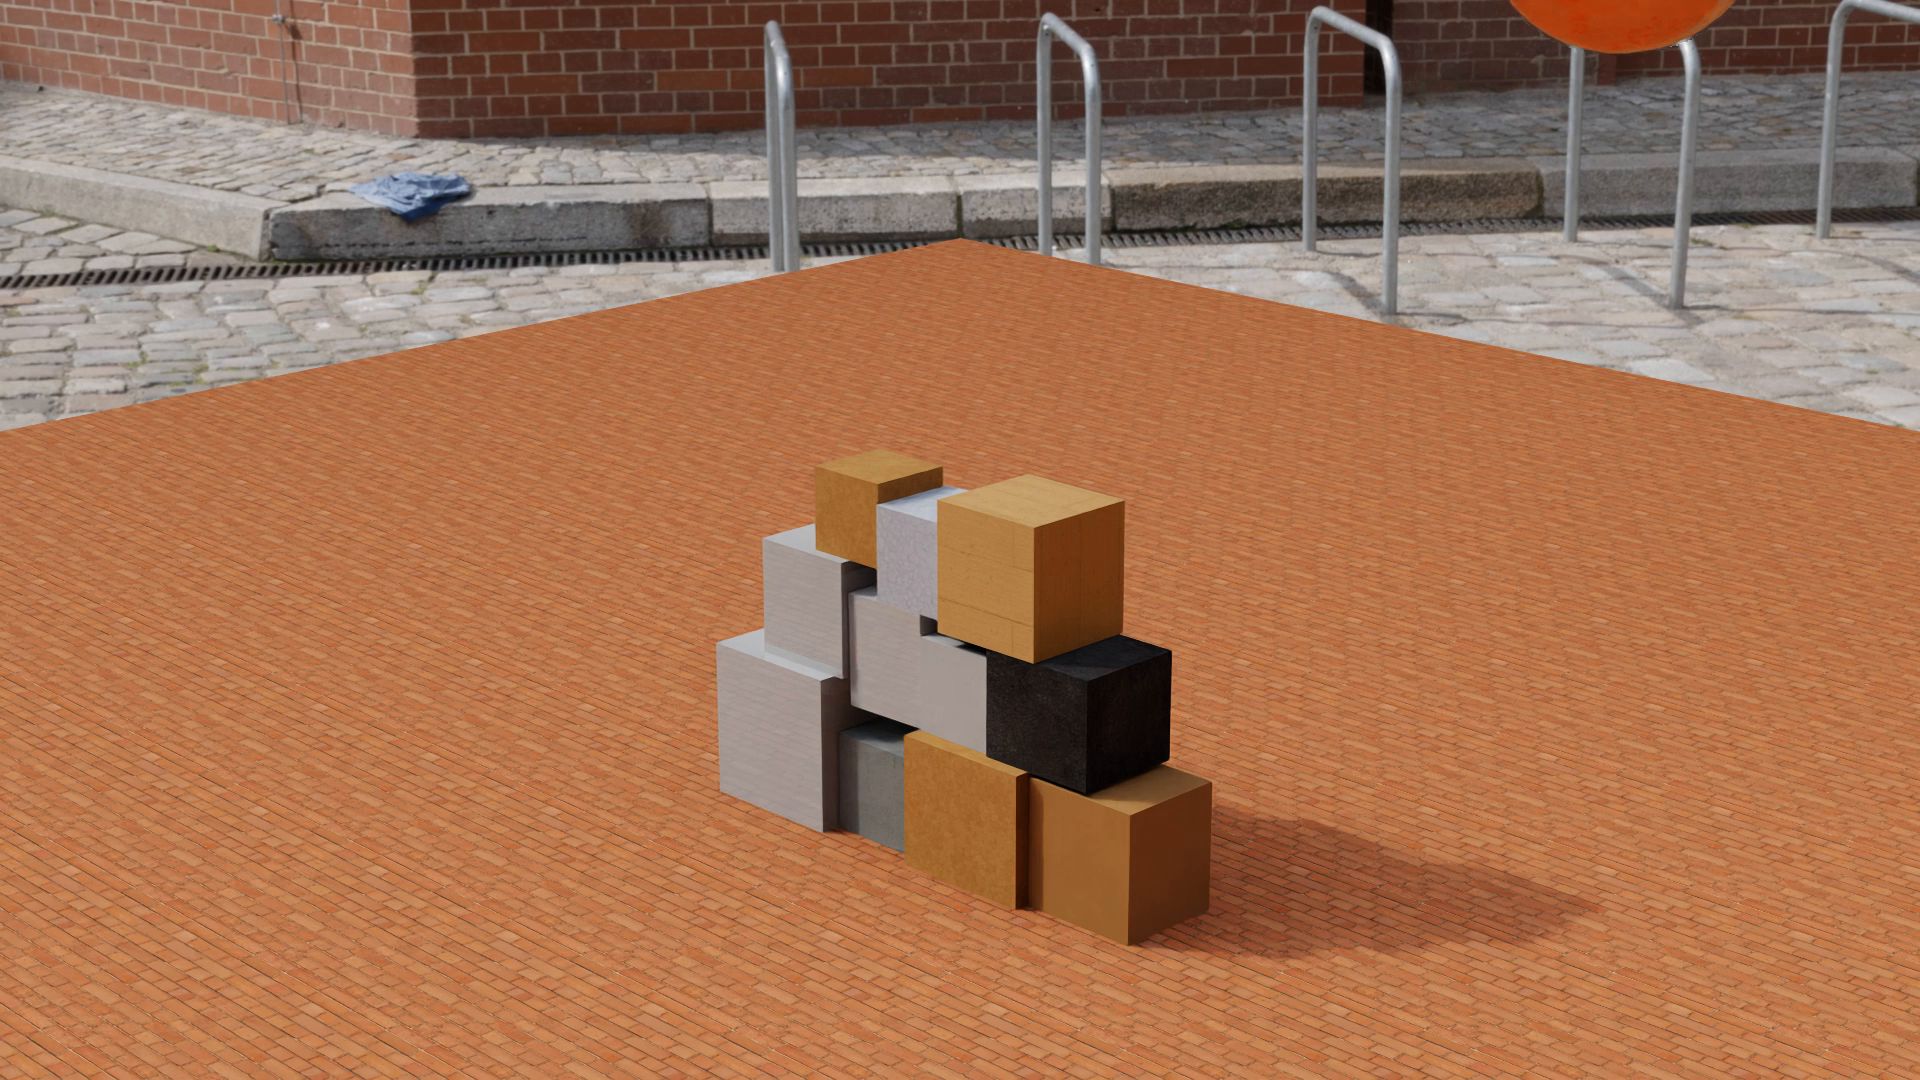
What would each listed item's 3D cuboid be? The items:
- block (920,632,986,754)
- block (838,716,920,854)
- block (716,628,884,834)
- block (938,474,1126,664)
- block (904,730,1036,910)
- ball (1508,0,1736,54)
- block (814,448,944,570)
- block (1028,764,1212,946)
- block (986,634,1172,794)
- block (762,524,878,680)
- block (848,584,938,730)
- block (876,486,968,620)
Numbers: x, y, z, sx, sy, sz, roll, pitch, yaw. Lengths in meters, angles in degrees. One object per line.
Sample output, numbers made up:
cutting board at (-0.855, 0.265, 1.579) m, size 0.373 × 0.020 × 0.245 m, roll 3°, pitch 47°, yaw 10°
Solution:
block at (0.137, 0.653, 13.375) m, size 0.466 × 0.453 × 0.427 m, roll -17°, pitch 24°, yaw -42°
block at (-0.207, 1.142, 13.906) m, size 0.516 × 0.483 × 0.518 m, roll -17°, pitch 24°, yaw -42°
block at (-0.664, 0.869, 14.295) m, size 0.711 × 0.770 × 0.749 m, roll -17°, pitch 24°, yaw -42°
block at (0.315, 0.119, 13.069) m, size 0.584 × 0.620 × 0.593 m, roll -17°, pitch 24°, yaw -42°
block at (0.247, 1.196, 13.473) m, size 0.710 × 0.640 × 0.711 m, roll -17°, pitch 24°, yaw -42°
ball at (3.645, -3.475, 16.071) m, size 1.600 × 1.600 × 1.600 m, roll 0°, pitch 17°, yaw 0°
block at (-0.378, -0.149, 13.667) m, size 0.418 × 0.409 × 0.428 m, roll -17°, pitch 24°, yaw -42°
block at (0.709, 1.351, 13.020) m, size 0.543 × 0.616 × 0.599 m, roll -17°, pitch 24°, yaw -42°
block at (0.526, 0.729, 13.025) m, size 0.551 × 0.518 × 0.607 m, roll -17°, pitch 24°, yaw -42°
block at (-0.539, 0.260, 14.000) m, size 0.577 × 0.570 × 0.548 m, roll -17°, pitch 24°, yaw -42°
block at (-0.183, 0.508, 13.685) m, size 0.465 × 0.553 × 0.475 m, roll -17°, pitch 23°, yaw -42°
block at (-0.071, 0.055, 13.425) m, size 0.417 × 0.460 × 0.458 m, roll 16°, pitch 24°, yaw 43°
